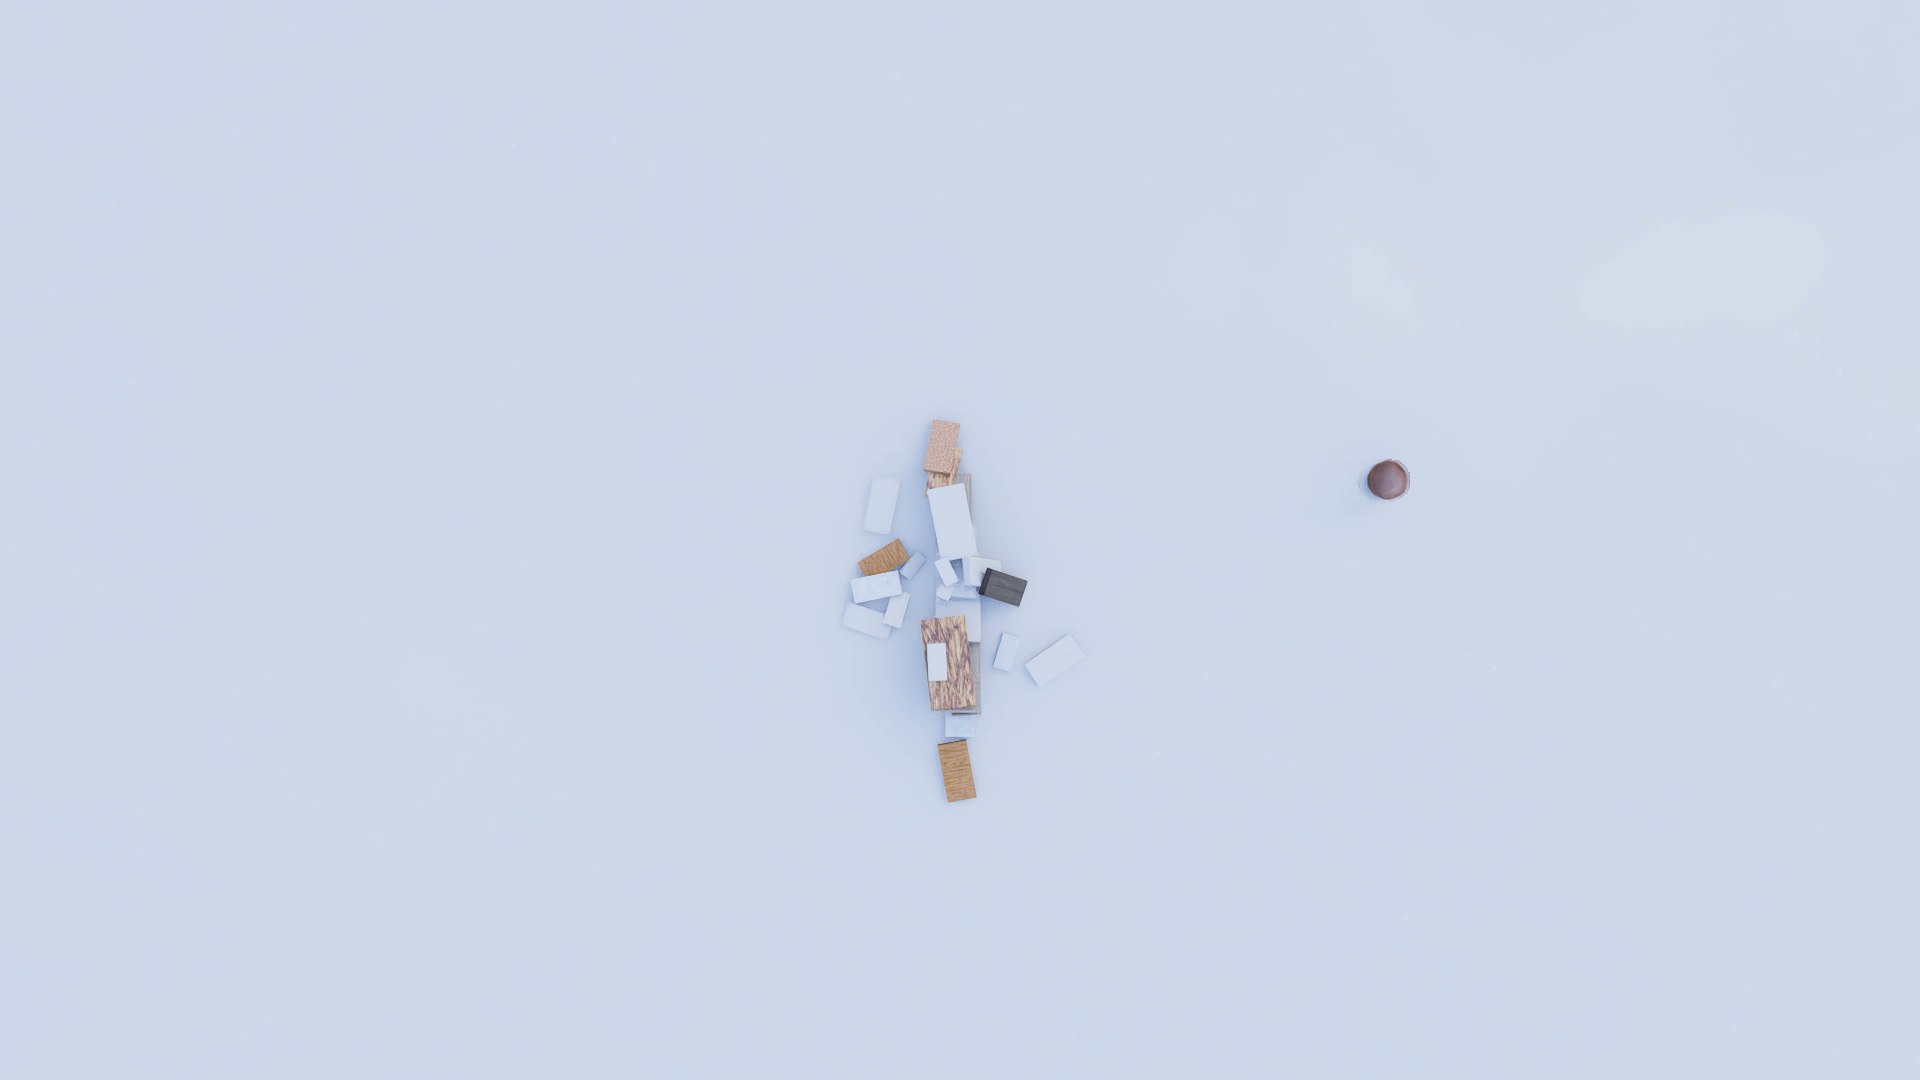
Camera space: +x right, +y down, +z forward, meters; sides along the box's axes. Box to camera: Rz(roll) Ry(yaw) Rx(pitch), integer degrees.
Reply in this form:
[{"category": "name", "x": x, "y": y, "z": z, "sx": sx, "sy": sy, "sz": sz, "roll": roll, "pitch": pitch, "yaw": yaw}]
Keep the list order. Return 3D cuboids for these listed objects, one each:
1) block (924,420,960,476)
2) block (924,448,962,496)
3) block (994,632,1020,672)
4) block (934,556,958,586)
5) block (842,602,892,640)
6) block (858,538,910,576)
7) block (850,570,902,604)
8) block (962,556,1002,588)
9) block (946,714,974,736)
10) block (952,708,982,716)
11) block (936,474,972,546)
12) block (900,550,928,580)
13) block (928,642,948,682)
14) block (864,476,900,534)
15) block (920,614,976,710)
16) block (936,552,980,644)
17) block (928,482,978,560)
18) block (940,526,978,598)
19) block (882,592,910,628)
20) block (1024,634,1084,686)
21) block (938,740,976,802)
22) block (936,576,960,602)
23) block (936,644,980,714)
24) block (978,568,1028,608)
[{"category": "block", "x": -0.060, "y": -0.306, "z": 5.456, "sx": 0.090, "sy": 0.026, "sz": 0.180, "roll": 10, "pitch": 71, "yaw": 3}, {"category": "block", "x": -0.054, "y": -0.222, "z": 5.454, "sx": 0.090, "sy": 0.026, "sz": 0.180, "roll": 11, "pitch": 71, "yaw": 4}, {"category": "block", "x": 0.156, "y": 0.373, "z": 5.492, "sx": 0.060, "sy": 0.017, "sz": 0.120, "roll": 17, "pitch": 90, "yaw": 0}, {"category": "block", "x": -0.045, "y": 0.101, "z": 5.360, "sx": 0.045, "sy": 0.013, "sz": 0.091, "roll": -25, "pitch": 104, "yaw": 3}, {"category": "block", "x": -0.306, "y": 0.269, "z": 5.489, "sx": 0.159, "sy": 0.023, "sz": 0.080, "roll": 19, "pitch": 90, "yaw": 0}, {"category": "block", "x": -0.253, "y": 0.069, "z": 5.489, "sx": 0.159, "sy": 0.023, "sz": 0.080, "roll": -31, "pitch": 90, "yaw": 0}, {"category": "block", "x": -0.277, "y": 0.155, "z": 5.466, "sx": 0.159, "sy": 0.023, "sz": 0.080, "roll": -11, "pitch": 90, "yaw": 1}, {"category": "block", "x": 0.075, "y": 0.108, "z": 5.411, "sx": 0.026, "sy": 0.183, "sz": 0.091, "roll": -11, "pitch": 78, "yaw": 34}, {"category": "block", "x": 0.001, "y": 0.556, "z": 5.486, "sx": 0.097, "sy": 0.027, "sz": 0.194, "roll": 0, "pitch": 90, "yaw": 0}, {"category": "block", "x": 0.015, "y": 0.482, "z": 5.451, "sx": 0.097, "sy": 0.027, "sz": 0.194, "roll": -4, "pitch": 72, "yaw": -1}, {"category": "block", "x": -0.021, "y": -0.101, "z": 5.449, "sx": 0.120, "sy": 0.034, "sz": 0.240, "roll": 0, "pitch": 73, "yaw": 0}, {"category": "block", "x": -0.156, "y": 0.084, "z": 5.483, "sx": 0.045, "sy": 0.013, "sz": 0.091, "roll": 39, "pitch": 90, "yaw": -32}, {"category": "block", "x": -0.074, "y": 0.395, "z": 5.339, "sx": 0.060, "sy": 0.017, "sz": 0.120, "roll": -3, "pitch": 83, "yaw": 0}, {"category": "block", "x": -0.260, "y": -0.114, "z": 5.487, "sx": 0.090, "sy": 0.025, "sz": 0.180, "roll": 11, "pitch": 90, "yaw": 0}, {"category": "block", "x": -0.039, "y": 0.400, "z": 5.368, "sx": 0.148, "sy": 0.042, "sz": 0.295, "roll": -7, "pitch": 83, "yaw": -1}, {"category": "block", "x": -0.006, "y": 0.191, "z": 5.449, "sx": 0.148, "sy": 0.042, "sz": 0.295, "roll": 0, "pitch": 78, "yaw": 0}, {"category": "block", "x": -0.025, "y": -0.056, "z": 5.387, "sx": 0.120, "sy": 0.034, "sz": 0.240, "roll": -11, "pitch": 85, "yaw": -1}, {"category": "block", "x": -0.006, "y": 0.072, "z": 5.432, "sx": 0.120, "sy": 0.034, "sz": 0.240, "roll": 1, "pitch": 73, "yaw": 0}, {"category": "block", "x": -0.211, "y": 0.228, "z": 5.476, "sx": 0.060, "sy": 0.017, "sz": 0.120, "roll": 16, "pitch": 75, "yaw": 0}, {"category": "block", "x": 0.314, "y": 0.400, "z": 5.487, "sx": 0.183, "sy": 0.026, "sz": 0.091, "roll": -34, "pitch": 90, "yaw": 0}, {"category": "block", "x": -0.010, "y": 0.768, "z": 5.486, "sx": 0.097, "sy": 0.027, "sz": 0.194, "roll": -10, "pitch": 90, "yaw": 0}, {"category": "block", "x": -0.038, "y": 0.151, "z": 5.384, "sx": 0.045, "sy": 0.013, "sz": 0.091, "roll": 27, "pitch": 75, "yaw": 8}, {"category": "block", "x": -0.007, "y": 0.421, "z": 5.434, "sx": 0.148, "sy": 0.042, "sz": 0.295, "roll": 0, "pitch": 72, "yaw": 0}, {"category": "block", "x": 0.142, "y": 0.156, "z": 5.425, "sx": 0.026, "sy": 0.183, "sz": 0.091, "roll": 19, "pitch": 90, "yaw": 44}]
